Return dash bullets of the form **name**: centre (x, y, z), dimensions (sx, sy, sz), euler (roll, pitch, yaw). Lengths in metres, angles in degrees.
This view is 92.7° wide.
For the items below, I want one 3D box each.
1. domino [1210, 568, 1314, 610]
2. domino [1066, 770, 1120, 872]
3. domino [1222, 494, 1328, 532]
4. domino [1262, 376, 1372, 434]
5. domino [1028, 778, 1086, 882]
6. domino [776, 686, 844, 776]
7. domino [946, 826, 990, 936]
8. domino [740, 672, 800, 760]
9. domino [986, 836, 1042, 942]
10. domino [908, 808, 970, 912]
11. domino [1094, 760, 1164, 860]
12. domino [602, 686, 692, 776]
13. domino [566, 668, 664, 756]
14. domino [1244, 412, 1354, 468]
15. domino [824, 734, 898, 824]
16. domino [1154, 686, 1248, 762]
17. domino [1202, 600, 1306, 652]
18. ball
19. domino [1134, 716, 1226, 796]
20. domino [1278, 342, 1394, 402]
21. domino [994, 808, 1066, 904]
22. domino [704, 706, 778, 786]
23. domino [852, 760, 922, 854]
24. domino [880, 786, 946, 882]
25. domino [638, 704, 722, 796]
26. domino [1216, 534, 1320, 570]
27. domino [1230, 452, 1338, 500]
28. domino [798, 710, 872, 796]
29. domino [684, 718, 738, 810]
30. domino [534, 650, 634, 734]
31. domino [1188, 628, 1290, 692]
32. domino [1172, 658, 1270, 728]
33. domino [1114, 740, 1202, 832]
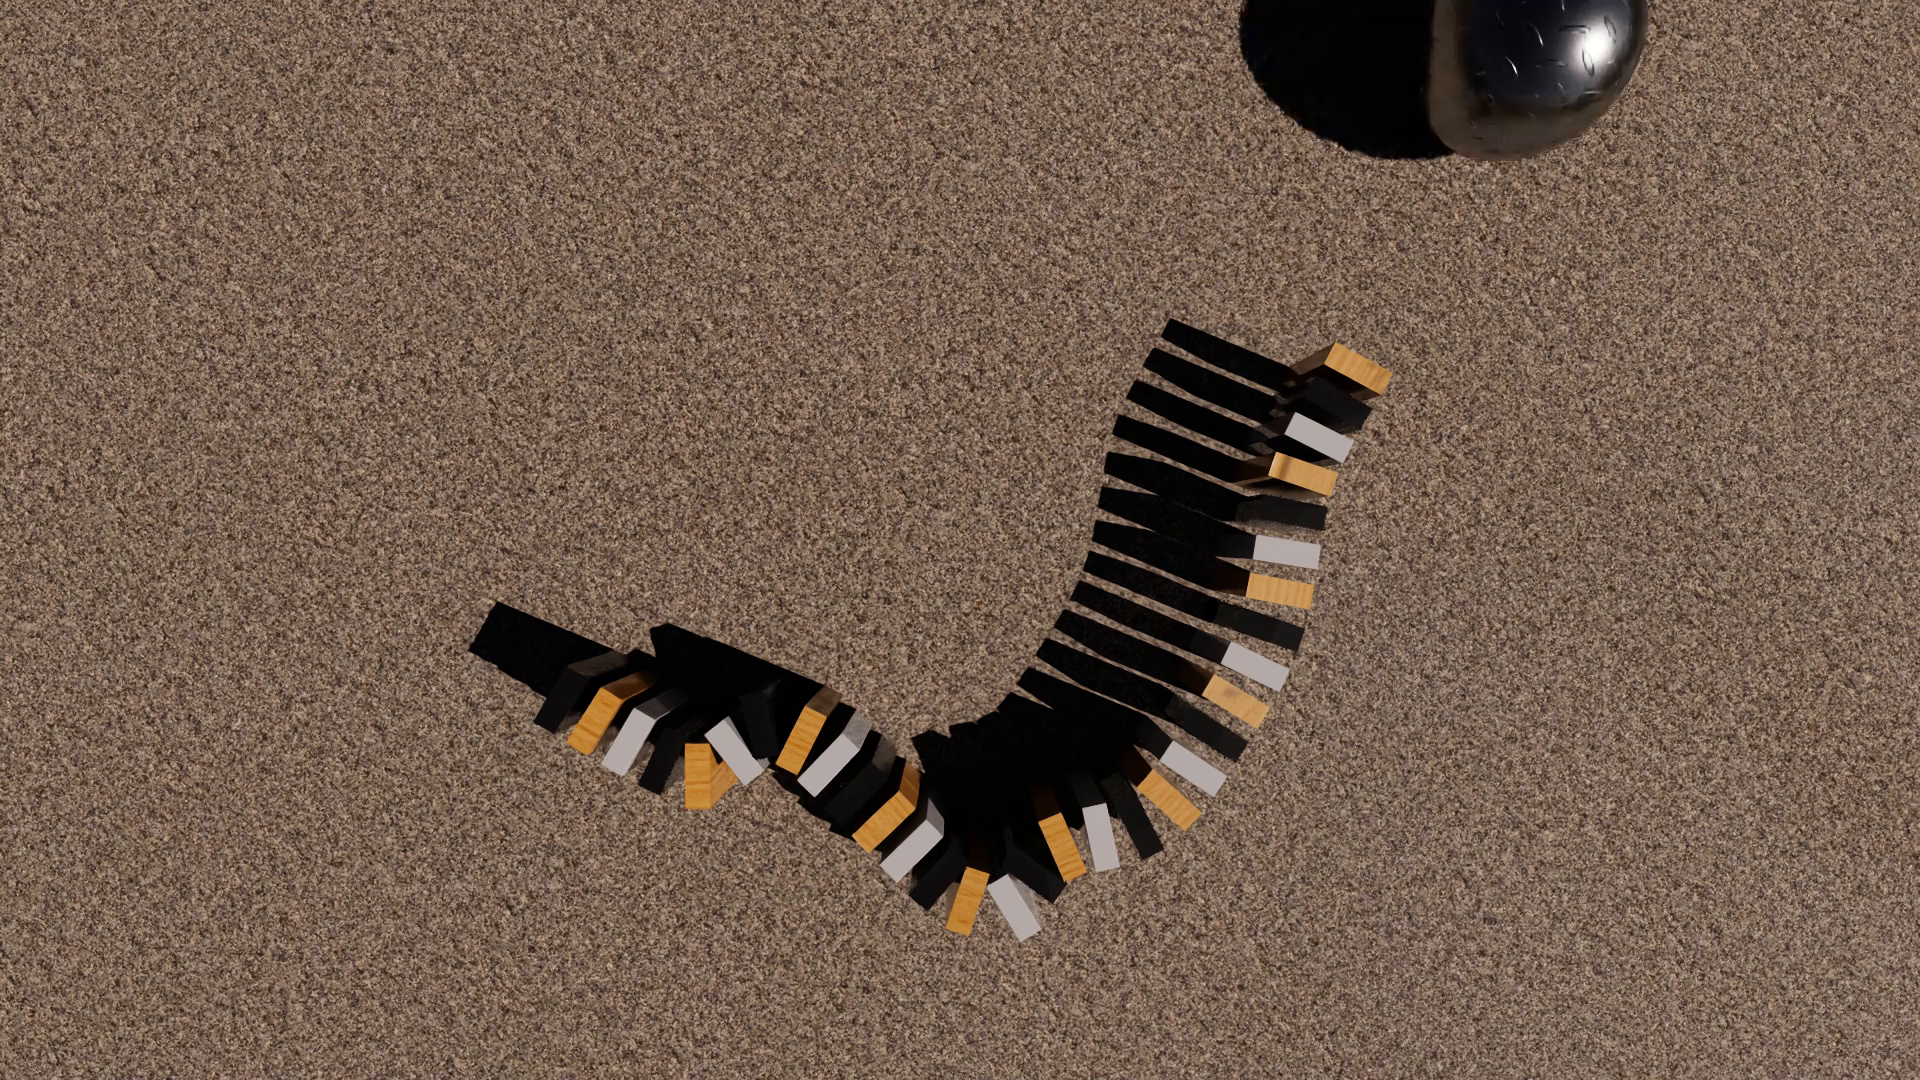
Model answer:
- **domino**: centre (0.122, 0.020, 0.375), dimensions (0.025, 0.050, 0.010), euler (11, 90, 0)
- **domino**: centre (0.054, 0.114, 0.375), dimensions (0.010, 0.050, 0.025), euler (-12, 90, 0)
- **domino**: centre (0.127, -0.010, 0.375), dimensions (0.025, 0.050, 0.010), euler (11, 90, 0)
- **domino**: centre (0.144, -0.052, 0.375), dimensions (0.025, 0.050, 0.010), euler (31, 90, 0)
- **domino**: centre (0.039, 0.117, 0.375), dimensions (0.009, 0.050, 0.025), euler (-24, 90, 0)
- **domino**: centre (-0.061, 0.077, 0.375), dimensions (0.010, 0.050, 0.025), euler (27, 90, 0)
- **domino**: centre (0.003, 0.138, 0.375), dimensions (0.009, 0.050, 0.025), euler (18, 90, 0)
- **domino**: centre (-0.077, 0.071, 0.375), dimensions (0.009, 0.050, 0.025), euler (-15, 90, 0)
- **domino**: centre (0.021, 0.141, 0.375), dimensions (0.009, 0.050, 0.025), euler (-32, 90, 0)
- **domino**: centre (-0.008, 0.129, 0.375), dimensions (0.009, 0.050, 0.025), euler (40, 90, 0)
- **domino**: centre (0.068, 0.109, 0.375), dimensions (0.010, 0.050, 0.025), euler (-27, 90, 0)
- **domino**: centre (-0.127, 0.077, 0.375), dimensions (0.010, 0.050, 0.025), euler (30, 90, 0)
- **domino**: centre (-0.140, 0.069, 0.375), dimensions (0.009, 0.050, 0.025), euler (32, 90, 0)
- **domino**: centre (0.137, -0.039, 0.375), dimensions (0.025, 0.050, 0.010), euler (27, 90, 0)
- **domino**: centre (-0.040, 0.097, 0.375), dimensions (0.025, 0.050, 0.010), euler (-44, 90, 0)
- **domino**: centre (0.097, 0.075, 0.375), dimensions (0.025, 0.050, 0.010), euler (33, 90, 0)
- **domino**: centre (0.119, 0.034, 0.375), dimensions (0.025, 0.050, 0.009), euler (19, 90, 0)
- **ball**: centre (0.221, -0.192, 0.360), dimensions (0.080, 0.080, 0.080), euler (0, 90, 0)
- **domino**: centre (0.089, 0.087, 0.375), dimensions (0.025, 0.050, 0.009), euler (34, 90, 0)
- **domino**: centre (0.152, -0.066, 0.375), dimensions (0.025, 0.050, 0.010), euler (28, 90, 0)
- **domino**: centre (0.028, 0.128, 0.375), dimensions (0.025, 0.050, 0.009), euler (36, 90, 0)
- **domino**: centre (-0.086, 0.081, 0.375), dimensions (0.009, 0.050, 0.025), euler (-38, 90, 0)
- **domino**: centre (-0.029, 0.108, 0.375), dimensions (0.025, 0.050, 0.010), euler (-43, 90, 0)
- **domino**: centre (-0.019, 0.119, 0.375), dimensions (0.025, 0.050, 0.010), euler (-44, 90, 0)
- **domino**: centre (-0.114, 0.084, 0.375), dimensions (0.010, 0.050, 0.025), euler (26, 90, 0)
- **domino**: centre (0.125, 0.005, 0.375), dimensions (0.025, 0.050, 0.009), euler (9, 90, 0)
- **domino**: centre (0.131, -0.025, 0.375), dimensions (0.025, 0.050, 0.009), euler (19, 90, 0)
- **domino**: centre (-0.050, 0.086, 0.375), dimensions (0.010, 0.050, 0.025), euler (44, 90, 0)
- **domino**: centre (-0.100, 0.090, 0.375), dimensions (0.009, 0.050, 0.025), euler (0, 90, 0)
- **domino**: centre (-0.153, 0.061, 0.375), dimensions (0.010, 0.050, 0.025), euler (31, 90, 0)
- **domino**: centre (0.113, 0.048, 0.375), dimensions (0.025, 0.050, 0.009), euler (26, 90, 0)
- **domino**: centre (0.105, 0.062, 0.375), dimensions (0.025, 0.050, 0.010), euler (31, 90, 0)
- **domino**: centre (0.080, 0.099, 0.375), dimensions (0.025, 0.050, 0.010), euler (42, 90, 0)
